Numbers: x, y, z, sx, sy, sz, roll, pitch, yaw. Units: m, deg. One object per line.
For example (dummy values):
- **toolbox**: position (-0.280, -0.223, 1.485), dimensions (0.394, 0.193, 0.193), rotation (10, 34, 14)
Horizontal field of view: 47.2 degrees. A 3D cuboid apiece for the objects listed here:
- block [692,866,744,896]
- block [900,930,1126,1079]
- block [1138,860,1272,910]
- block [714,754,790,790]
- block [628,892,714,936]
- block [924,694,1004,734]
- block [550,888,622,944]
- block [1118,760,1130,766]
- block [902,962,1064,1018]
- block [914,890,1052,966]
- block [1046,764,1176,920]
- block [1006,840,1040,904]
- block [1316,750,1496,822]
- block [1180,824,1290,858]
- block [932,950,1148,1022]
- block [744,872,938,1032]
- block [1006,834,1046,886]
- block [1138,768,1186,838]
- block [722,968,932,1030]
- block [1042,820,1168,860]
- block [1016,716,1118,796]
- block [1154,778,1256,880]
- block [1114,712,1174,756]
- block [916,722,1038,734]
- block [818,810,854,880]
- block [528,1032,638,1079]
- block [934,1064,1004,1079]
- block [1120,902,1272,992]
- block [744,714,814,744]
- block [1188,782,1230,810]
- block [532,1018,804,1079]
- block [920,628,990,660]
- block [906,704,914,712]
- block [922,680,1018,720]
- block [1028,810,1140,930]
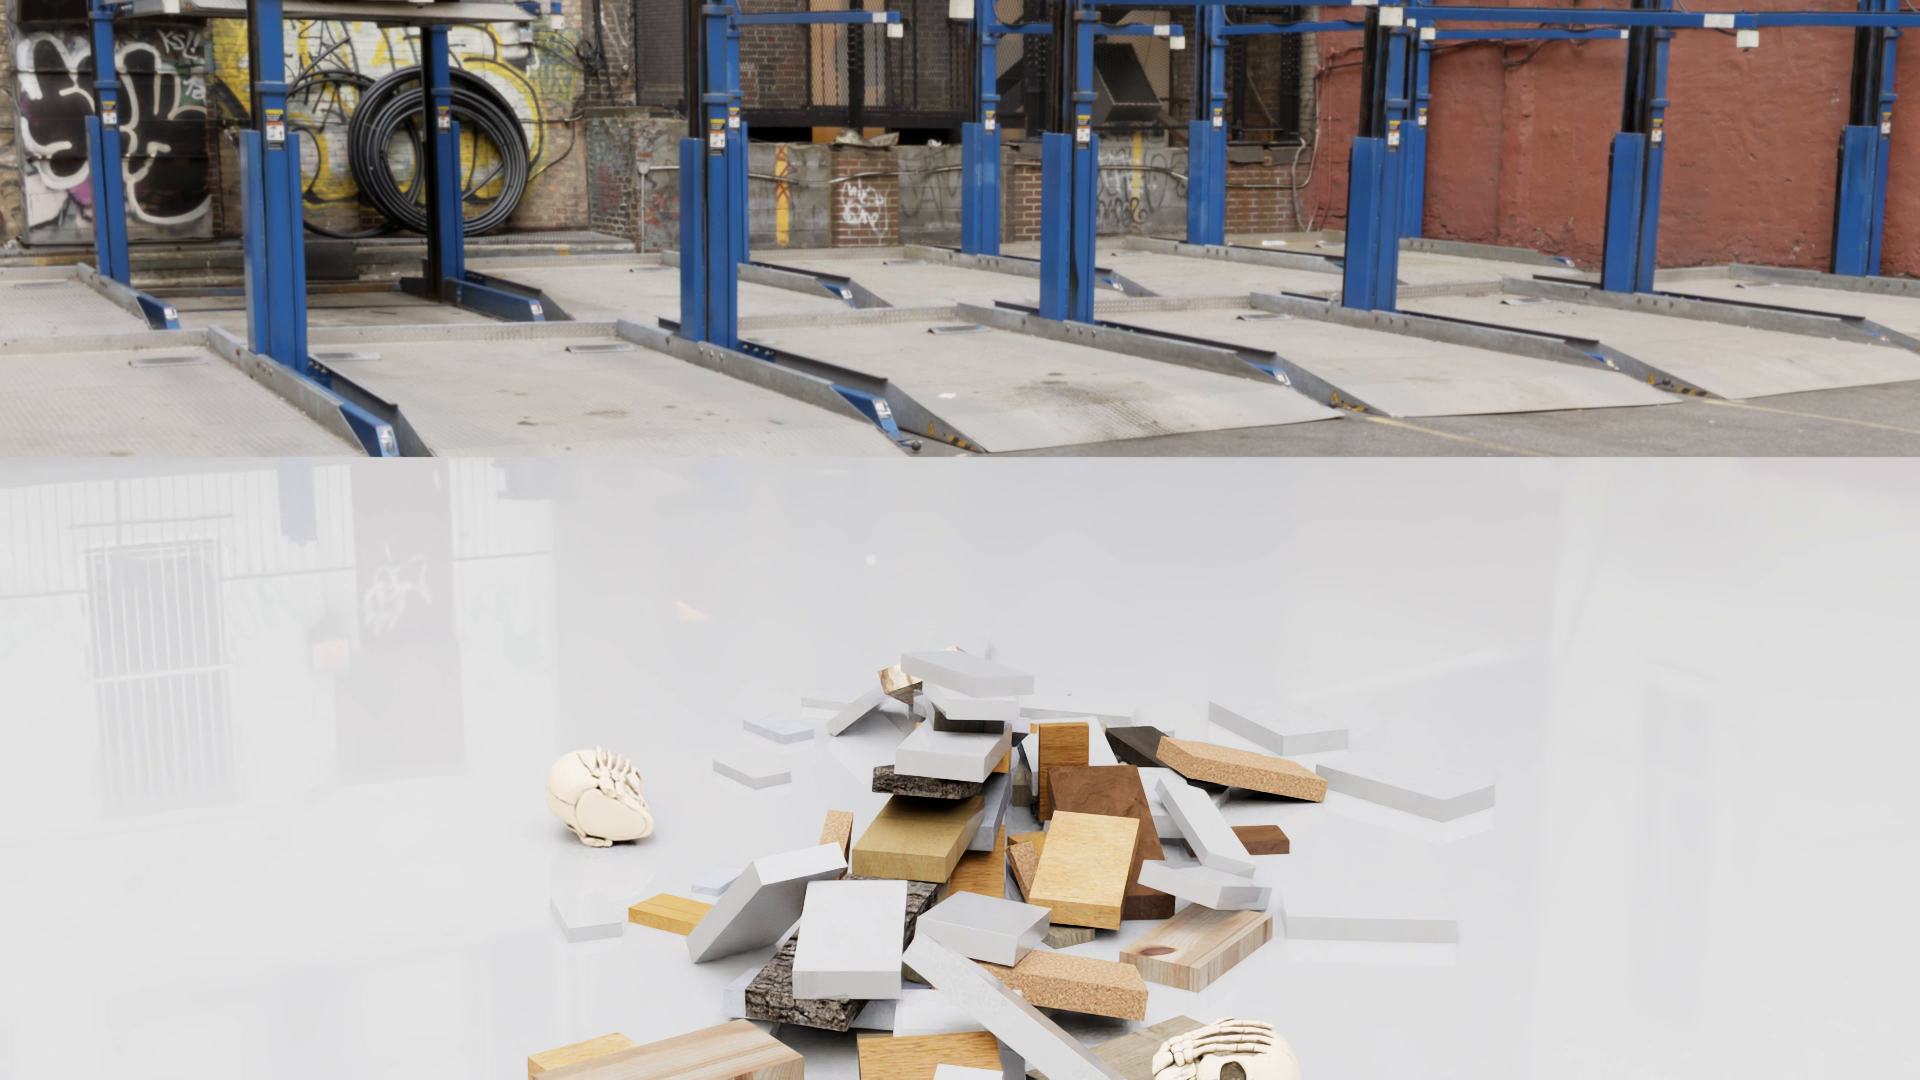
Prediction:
- **block**: position (-0.404, 0.576, 3.707), dimensions (0.050, 0.014, 0.101), rotation (5, 12, 24)
- **block**: position (0.153, 0.649, 2.658), dimensions (0.555, 0.043, 0.153), rotation (30, -7, 43)
- **block**: position (0.393, 0.550, 3.505), dimensions (0.132, 0.037, 0.265), rotation (15, -2, 26)
- **block**: position (-0.411, 0.455, 4.333), dimensions (0.081, 0.023, 0.161), rotation (-8, 13, -36)
- **block**: position (-0.440, 0.604, 3.526), dimensions (0.167, 0.024, 0.084), rotation (7, 12, 32)
- **block**: position (0.005, 0.278, 3.622), dimensions (0.113, 0.032, 0.225), rotation (3, 7, -6)
- **block**: position (-0.602, 0.603, 3.535), dimensions (0.084, 0.024, 0.167), rotation (-4, 11, -20)
- **block**: position (0.364, 0.446, 4.396), dimensions (0.063, 0.018, 0.127), rotation (4, 11, 22)
- **block**: position (-0.004, 0.628, 3.158), dimensions (0.318, 0.022, 0.079), rotation (11, 3, 26)
- **block**: position (0.037, 0.560, 3.182), dimensions (0.144, 0.041, 0.288), rotation (9, 0, 12)
- **block**: position (0.251, 0.509, 3.746), dimensions (0.161, 0.046, 0.452), rotation (-1, 22, -4)
- **block**: position (0.116, 0.551, 3.632), dimensions (0.050, 0.101, 0.014), rotation (-9, -21, -40)
- **block**: position (0.848, 0.468, 4.205), dimensions (0.153, 0.043, 0.307), rotation (-9, 14, -39)
- **block**: position (0.487, 0.534, 3.902), dimensions (0.177, 0.025, 0.089), rotation (-1, 11, -6)
- **block**: position (0.107, 0.617, 3.105), dimensions (0.297, 0.042, 0.148), rotation (9, 3, -4)
- **block**: position (-0.162, 0.582, 3.142), dimensions (0.145, 0.041, 0.399), rotation (5, 16, 17)
- **block**: position (0.126, 0.550, 3.735), dimensions (0.074, 0.021, 0.148), rotation (-18, 18, -3)
- **block**: position (0.343, 0.478, 4.020), dimensions (0.146, 0.041, 0.292), rotation (1, 11, 3)
- **block**: position (-0.184, 0.649, 3.108), dimensions (0.273, 0.039, 0.136), rotation (3, 2, 10)
- **block**: position (0.252, 0.531, 3.841), dimensions (0.221, 0.021, 0.074), rotation (16, 6, 41)
- **block**: position (0.199, 0.406, 4.158), dimensions (0.161, 0.046, 0.321), rotation (-3, 12, -4)
- **block**: position (0.420, 0.493, 3.788), dimensions (0.089, 0.025, 0.347), rotation (17, 12, -13)
- **block**: position (0.279, 0.407, 4.540), dimensions (0.292, 0.041, 0.146), rotation (-4, 11, -19)
- **block**: position (0.029, 0.348, 4.070), dimensions (0.063, 0.018, 0.258), rotation (14, -14, -42)
- **block**: position (-0.207, 0.546, 3.489), dimensions (0.042, 0.149, 0.297), rotation (6, 11, 0)
- **block**: position (-0.440, 0.719, 2.867), dimensions (0.136, 0.039, 0.273), rotation (-8, 13, -36)
- **block**: position (-0.002, 0.671, 2.550), dimensions (0.079, 0.022, 0.157), rotation (5, 26, 10)
- **block**: position (0.366, 0.623, 3.388), dimensions (0.132, 0.037, 0.265), rotation (7, 12, 31)
- **block**: position (-0.382, 0.399, 4.638), dimensions (0.076, 0.022, 0.152), rotation (-8, 13, -38)
- **block**: position (0.433, 0.499, 4.095), dimensions (0.081, 0.023, 0.252), rotation (4, 11, 20)
- **block**: position (-0.370, 0.690, 2.801), dimensions (0.307, 0.043, 0.153), rotation (-7, 13, -35)
- **block**: position (-0.011, 0.270, 5.274), dimensions (0.153, 0.043, 0.307), rotation (1, 11, 4)
- **block**: position (-0.044, 0.356, 4.869), dimensions (0.152, 0.022, 0.076), rotation (-2, 11, -9)
- **block**: position (0.015, 0.253, 3.567), dimensions (0.113, 0.032, 0.225), rotation (2, 7, -11)
- **block**: position (0.204, 0.532, 3.568), dimensions (0.144, 0.041, 0.288), rotation (4, 22, 9)
